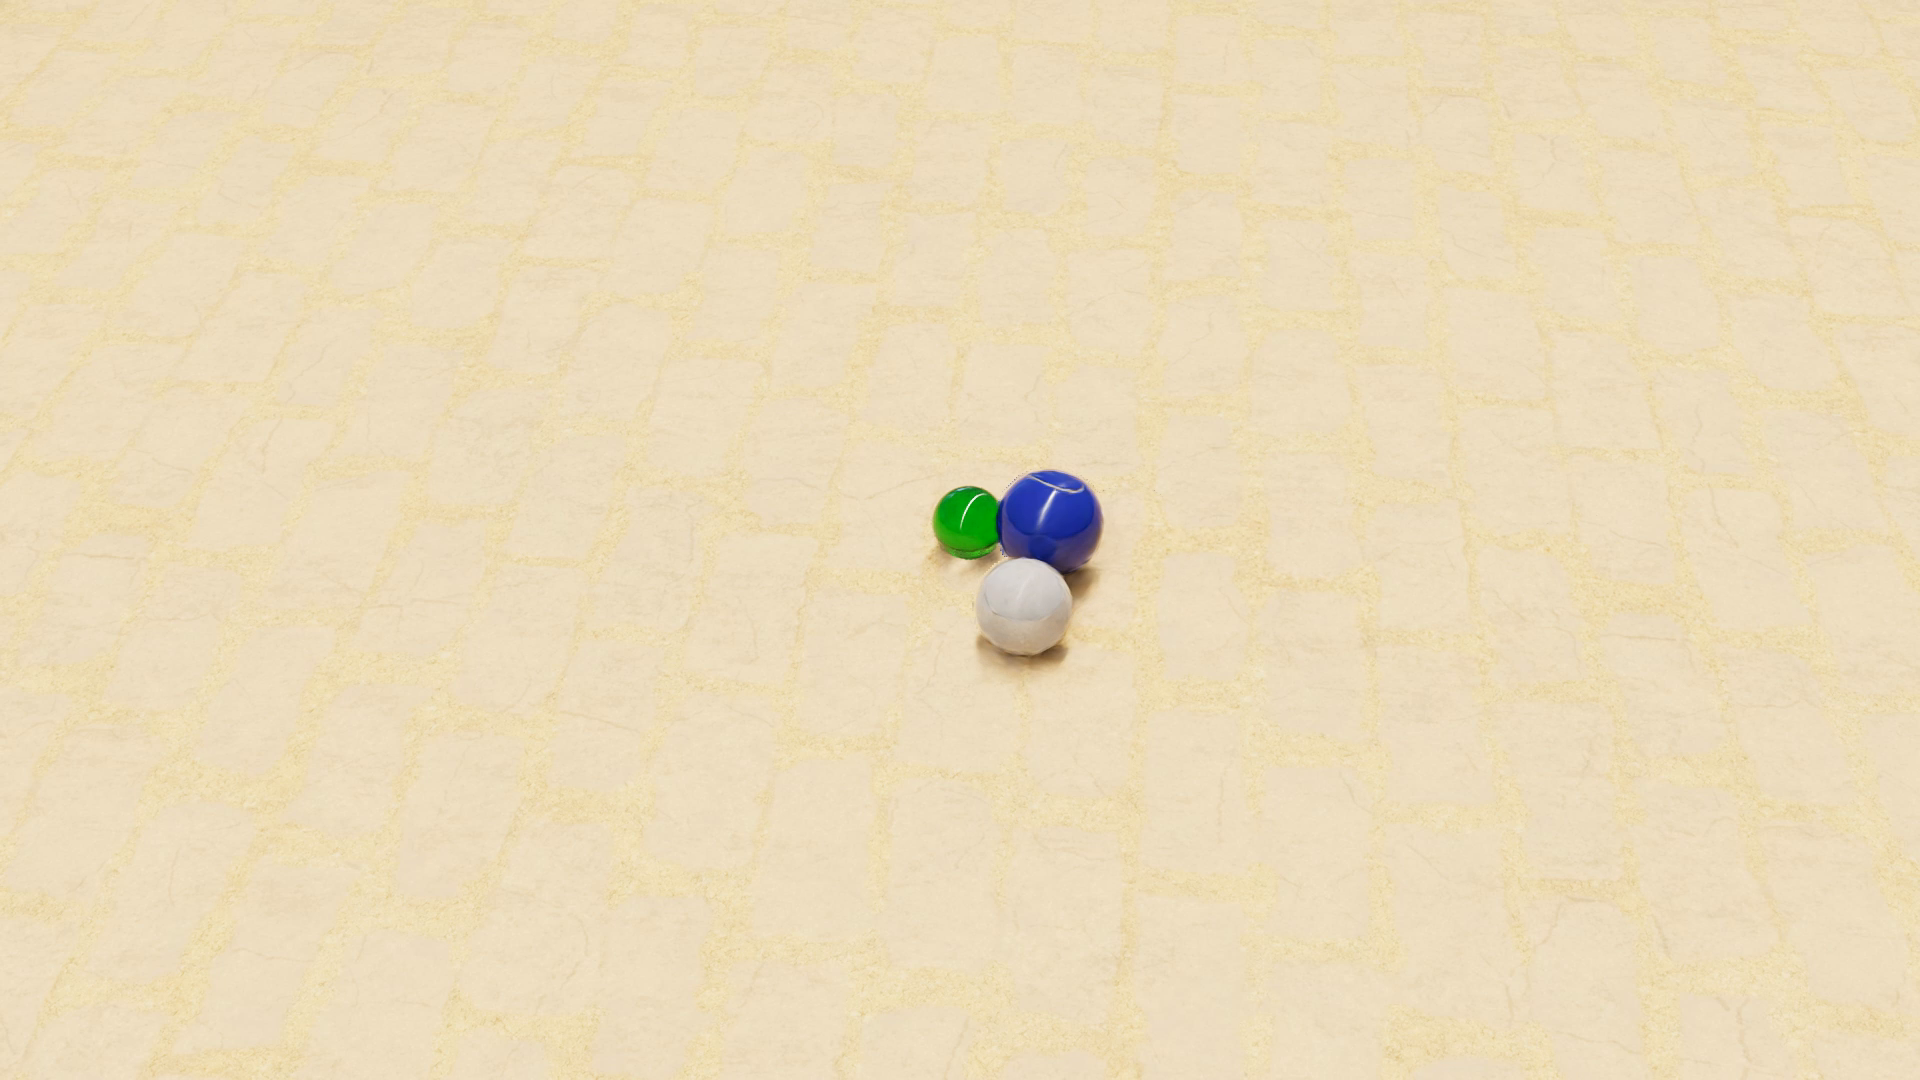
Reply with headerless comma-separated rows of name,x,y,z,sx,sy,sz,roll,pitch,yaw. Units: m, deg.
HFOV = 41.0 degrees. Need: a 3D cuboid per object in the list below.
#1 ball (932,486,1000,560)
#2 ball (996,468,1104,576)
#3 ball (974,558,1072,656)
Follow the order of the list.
ball,0.006,-0.012,1.681,0.049,0.049,0.049,0,36,0
ball,0.058,-0.011,1.652,0.070,0.070,0.070,0,36,0
ball,0.040,0.041,1.598,0.061,0.061,0.061,0,36,0
